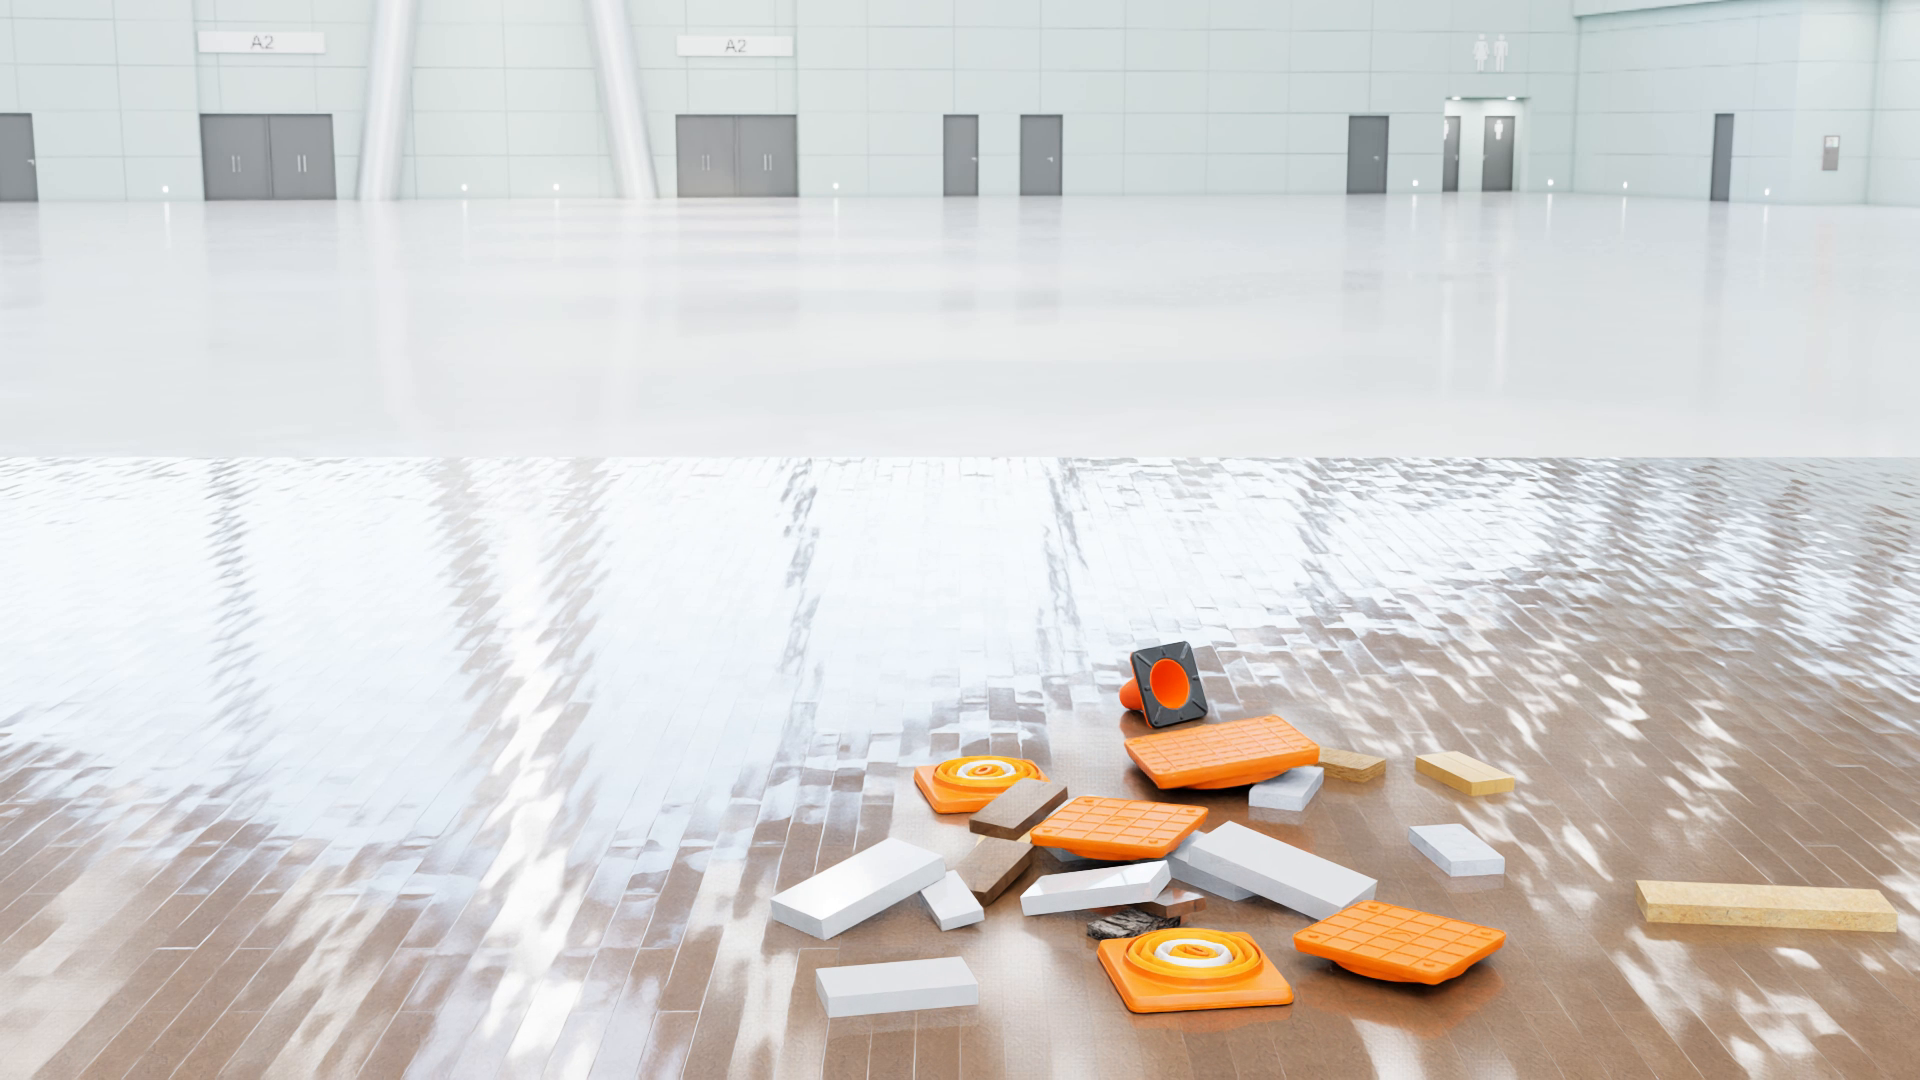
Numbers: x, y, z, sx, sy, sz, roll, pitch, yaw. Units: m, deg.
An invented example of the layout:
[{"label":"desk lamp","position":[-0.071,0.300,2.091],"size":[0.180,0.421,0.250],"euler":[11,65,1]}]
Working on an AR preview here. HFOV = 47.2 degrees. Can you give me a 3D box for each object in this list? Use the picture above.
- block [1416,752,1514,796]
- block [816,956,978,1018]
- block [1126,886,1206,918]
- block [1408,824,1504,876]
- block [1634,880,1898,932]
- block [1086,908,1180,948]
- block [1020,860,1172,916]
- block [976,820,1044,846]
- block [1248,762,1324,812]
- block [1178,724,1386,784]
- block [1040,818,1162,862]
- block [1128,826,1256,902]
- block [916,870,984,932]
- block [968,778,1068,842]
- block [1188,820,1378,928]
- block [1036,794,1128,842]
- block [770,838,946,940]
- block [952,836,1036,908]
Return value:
[{"label":"block","position":[0.988,0.457,4.310],"size":[0.097,0.027,0.193],"euler":[-4,11,-21]},{"label":"block","position":[-0.093,0.656,3.230],"size":[0.221,0.031,0.111],"euler":[-2,11,-13]},{"label":"block","position":[0.327,0.578,3.520],"size":[0.072,0.020,0.143],"euler":[-8,3,-24]},{"label":"block","position":[0.868,0.542,3.852],"size":[0.097,0.027,0.193],"euler":[-2,11,-10]},{"label":"block","position":[1.303,0.593,3.567],"size":[0.385,0.031,0.111],"euler":[1,11,7]},{"label":"block","position":[0.277,0.612,3.496],"size":[0.143,0.020,0.072],"euler":[-10,14,-43]},{"label":"block","position":[0.221,0.566,3.573],"size":[0.221,0.031,0.111],"euler":[-11,6,22]},{"label":"block","position":[0.087,0.521,3.877],"size":[0.093,0.026,0.185],"euler":[0,19,12]},{"label":"block","position":[0.628,0.473,4.221],"size":[0.101,0.029,0.202],"euler":[4,11,20]},{"label":"block","position":[0.648,0.430,4.454],"size":[0.424,0.027,0.097],"euler":[8,13,38]},{"label":"block","position":[0.255,0.532,3.906],"size":[0.202,0.029,0.101],"euler":[-4,11,-19]},{"label":"block","position":[0.425,0.552,3.770],"size":[0.131,0.037,0.262],"euler":[-8,13,-37]},{"label":"block","position":[-0.018,0.584,3.565],"size":[0.072,0.020,0.143],"euler":[-13,21,-15]},{"label":"block","position":[0.105,0.479,3.915],"size":[0.093,0.026,0.185],"euler":[8,22,32]},{"label":"block","position":[0.531,0.549,3.629],"size":[0.280,0.037,0.131],"euler":[20,23,32]},{"label":"block","position":[0.197,0.509,4.025],"size":[0.202,0.029,0.101],"euler":[-8,13,-37]},{"label":"block","position":[-0.164,0.565,3.578],"size":[0.262,0.037,0.131],"euler":[-22,22,-39]},{"label":"block","position":[0.045,0.557,3.699],"size":[0.093,0.026,0.185],"euler":[6,21,27]}]
